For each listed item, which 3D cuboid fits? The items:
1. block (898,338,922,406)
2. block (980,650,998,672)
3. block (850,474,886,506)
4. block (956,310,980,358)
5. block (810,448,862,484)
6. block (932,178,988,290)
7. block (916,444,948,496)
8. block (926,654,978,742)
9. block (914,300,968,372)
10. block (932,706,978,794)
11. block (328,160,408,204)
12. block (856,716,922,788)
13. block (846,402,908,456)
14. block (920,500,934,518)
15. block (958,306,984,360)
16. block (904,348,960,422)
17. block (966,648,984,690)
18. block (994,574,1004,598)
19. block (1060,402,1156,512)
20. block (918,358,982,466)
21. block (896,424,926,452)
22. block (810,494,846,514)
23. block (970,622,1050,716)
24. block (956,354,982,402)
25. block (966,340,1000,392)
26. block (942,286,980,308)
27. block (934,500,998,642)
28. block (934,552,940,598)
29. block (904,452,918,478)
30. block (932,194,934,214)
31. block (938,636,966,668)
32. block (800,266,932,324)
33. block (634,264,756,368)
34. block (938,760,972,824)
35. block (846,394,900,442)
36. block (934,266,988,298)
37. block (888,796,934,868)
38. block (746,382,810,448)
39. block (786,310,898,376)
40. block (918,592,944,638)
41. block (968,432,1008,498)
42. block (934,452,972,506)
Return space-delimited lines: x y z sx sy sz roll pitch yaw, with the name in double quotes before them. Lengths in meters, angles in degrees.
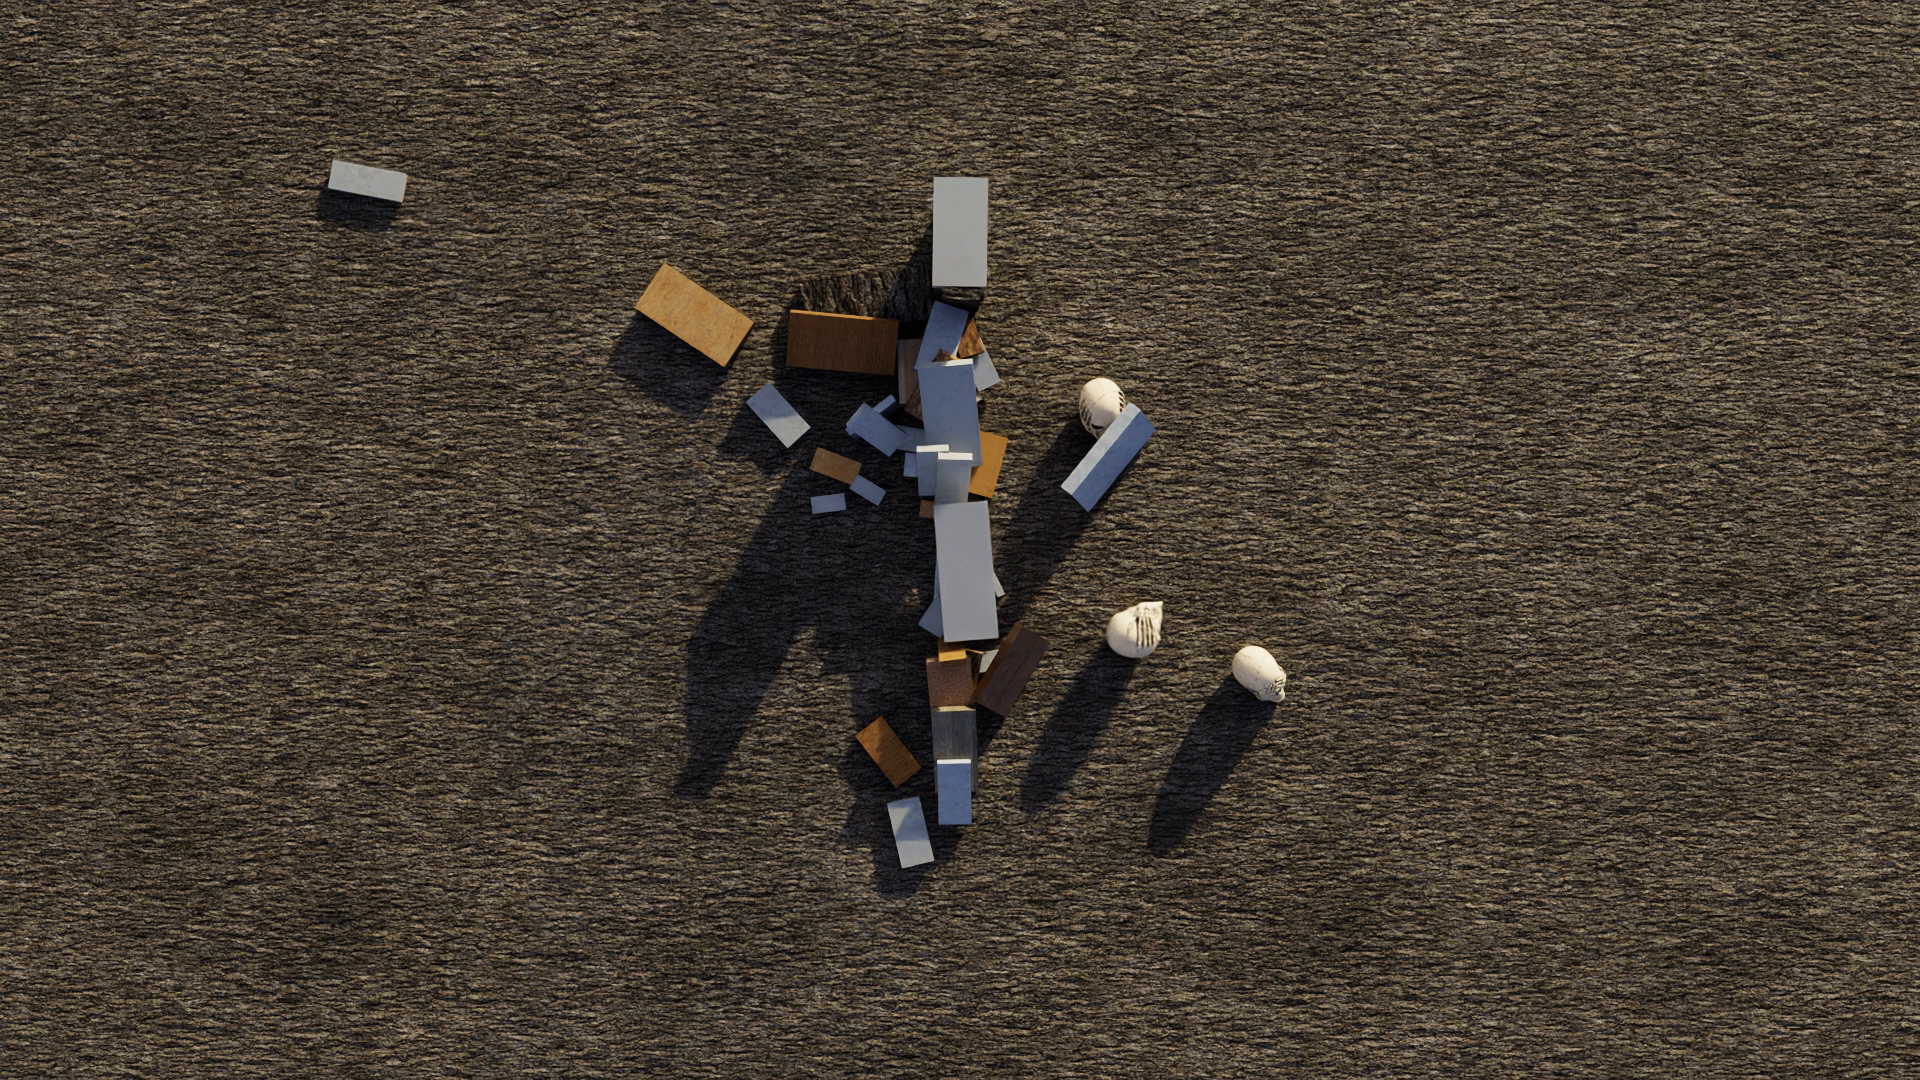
"block" -0.149 -0.556 5.464 0.110 0.031 0.220 -3 79 0
"block" 0.111 0.403 5.490 0.138 0.020 0.069 -5 90 0
"block" -0.307 -0.166 5.480 0.112 0.016 0.056 31 90 -13
"block" 0.026 -0.680 5.489 0.081 0.023 0.162 -4 90 0
"block" -0.413 -0.245 5.489 0.157 0.022 0.079 21 90 0
"block" 0.001 -0.955 5.138 0.169 0.048 0.338 1 90 0
"block" -0.087 -0.228 5.413 0.103 0.206 0.029 -2 48 -1
"block" -0.027 0.527 5.442 0.145 0.041 0.290 -5 104 1
"block" -0.062 -0.652 5.405 0.118 0.034 0.237 17 85 -7
"block" -0.016 0.691 5.440 0.145 0.041 0.290 -2 106 0
"block" -1.970 -1.192 5.487 0.242 0.027 0.095 11 90 0
"block" -0.237 0.703 5.485 0.109 0.031 0.219 -38 90 0
"block" -0.273 -0.361 5.411 0.190 0.027 0.095 35 100 -33
"block" -0.078 -0.099 5.492 0.112 0.016 0.056 8 90 0
"block" 0.018 -0.683 5.449 0.081 0.023 0.162 -19 78 1
"block" -0.074 -0.495 5.380 0.118 0.034 0.237 28 112 -12
"block" 0.031 0.432 5.469 0.069 0.020 0.138 12 106 4
"block" 0.099 0.105 5.456 0.025 0.087 0.174 -27 90 1
"block" 0.488 -0.269 5.410 0.050 0.177 0.355 39 90 29
"block" -0.031 -0.407 5.375 0.177 0.050 0.355 -5 115 3
"block" -0.170 -0.336 5.489 0.158 0.022 0.079 10 90 0
"block" -0.438 -0.122 5.492 0.112 0.016 0.056 -8 90 0
"block" 0.167 0.428 5.438 0.145 0.041 0.290 31 90 -39
"block" -0.030 -0.534 5.453 0.110 0.031 0.221 -31 92 -26
"block" 0.064 -0.581 5.466 0.081 0.023 0.162 -26 90 0
"block" 0.004 -0.777 5.289 0.118 0.422 0.034 5 95 0
"block" 0.020 0.102 5.390 0.177 0.050 0.448 -5 91 2
"block" -0.027 0.117 5.454 0.110 0.031 0.220 4 102 0
"block" -0.106 -0.245 5.489 0.158 0.022 0.079 5 90 0
"block" -0.002 -1.059 5.331 0.169 0.338 0.048 0 89 0
"block" -0.027 0.361 5.416 0.087 0.174 0.025 -8 116 0
"block" -0.309 -0.794 5.475 0.423 0.050 0.178 -7 90 0
"block" -0.879 -0.744 5.475 0.356 0.050 0.178 34 90 0
"block" -0.018 0.832 5.443 0.109 0.031 0.219 -1 106 0
"block" -0.288 -0.403 5.451 0.190 0.095 0.027 -37 79 0
"block" 0.000 -0.840 5.331 0.169 0.338 0.048 4 90 0
"block" -0.164 0.970 5.485 0.109 0.031 0.219 -13 90 0
"block" -0.603 -0.415 5.485 0.103 0.029 0.206 -42 90 0
"block" -0.387 -0.650 5.437 0.356 0.050 0.178 5 108 -4
"block" -0.055 0.229 5.450 0.087 0.025 0.174 32 100 -6
"block" 0.084 -0.251 5.485 0.103 0.029 0.206 15 90 0
"block" -0.024 -0.197 5.405 0.110 0.220 0.031 2 48 -4
